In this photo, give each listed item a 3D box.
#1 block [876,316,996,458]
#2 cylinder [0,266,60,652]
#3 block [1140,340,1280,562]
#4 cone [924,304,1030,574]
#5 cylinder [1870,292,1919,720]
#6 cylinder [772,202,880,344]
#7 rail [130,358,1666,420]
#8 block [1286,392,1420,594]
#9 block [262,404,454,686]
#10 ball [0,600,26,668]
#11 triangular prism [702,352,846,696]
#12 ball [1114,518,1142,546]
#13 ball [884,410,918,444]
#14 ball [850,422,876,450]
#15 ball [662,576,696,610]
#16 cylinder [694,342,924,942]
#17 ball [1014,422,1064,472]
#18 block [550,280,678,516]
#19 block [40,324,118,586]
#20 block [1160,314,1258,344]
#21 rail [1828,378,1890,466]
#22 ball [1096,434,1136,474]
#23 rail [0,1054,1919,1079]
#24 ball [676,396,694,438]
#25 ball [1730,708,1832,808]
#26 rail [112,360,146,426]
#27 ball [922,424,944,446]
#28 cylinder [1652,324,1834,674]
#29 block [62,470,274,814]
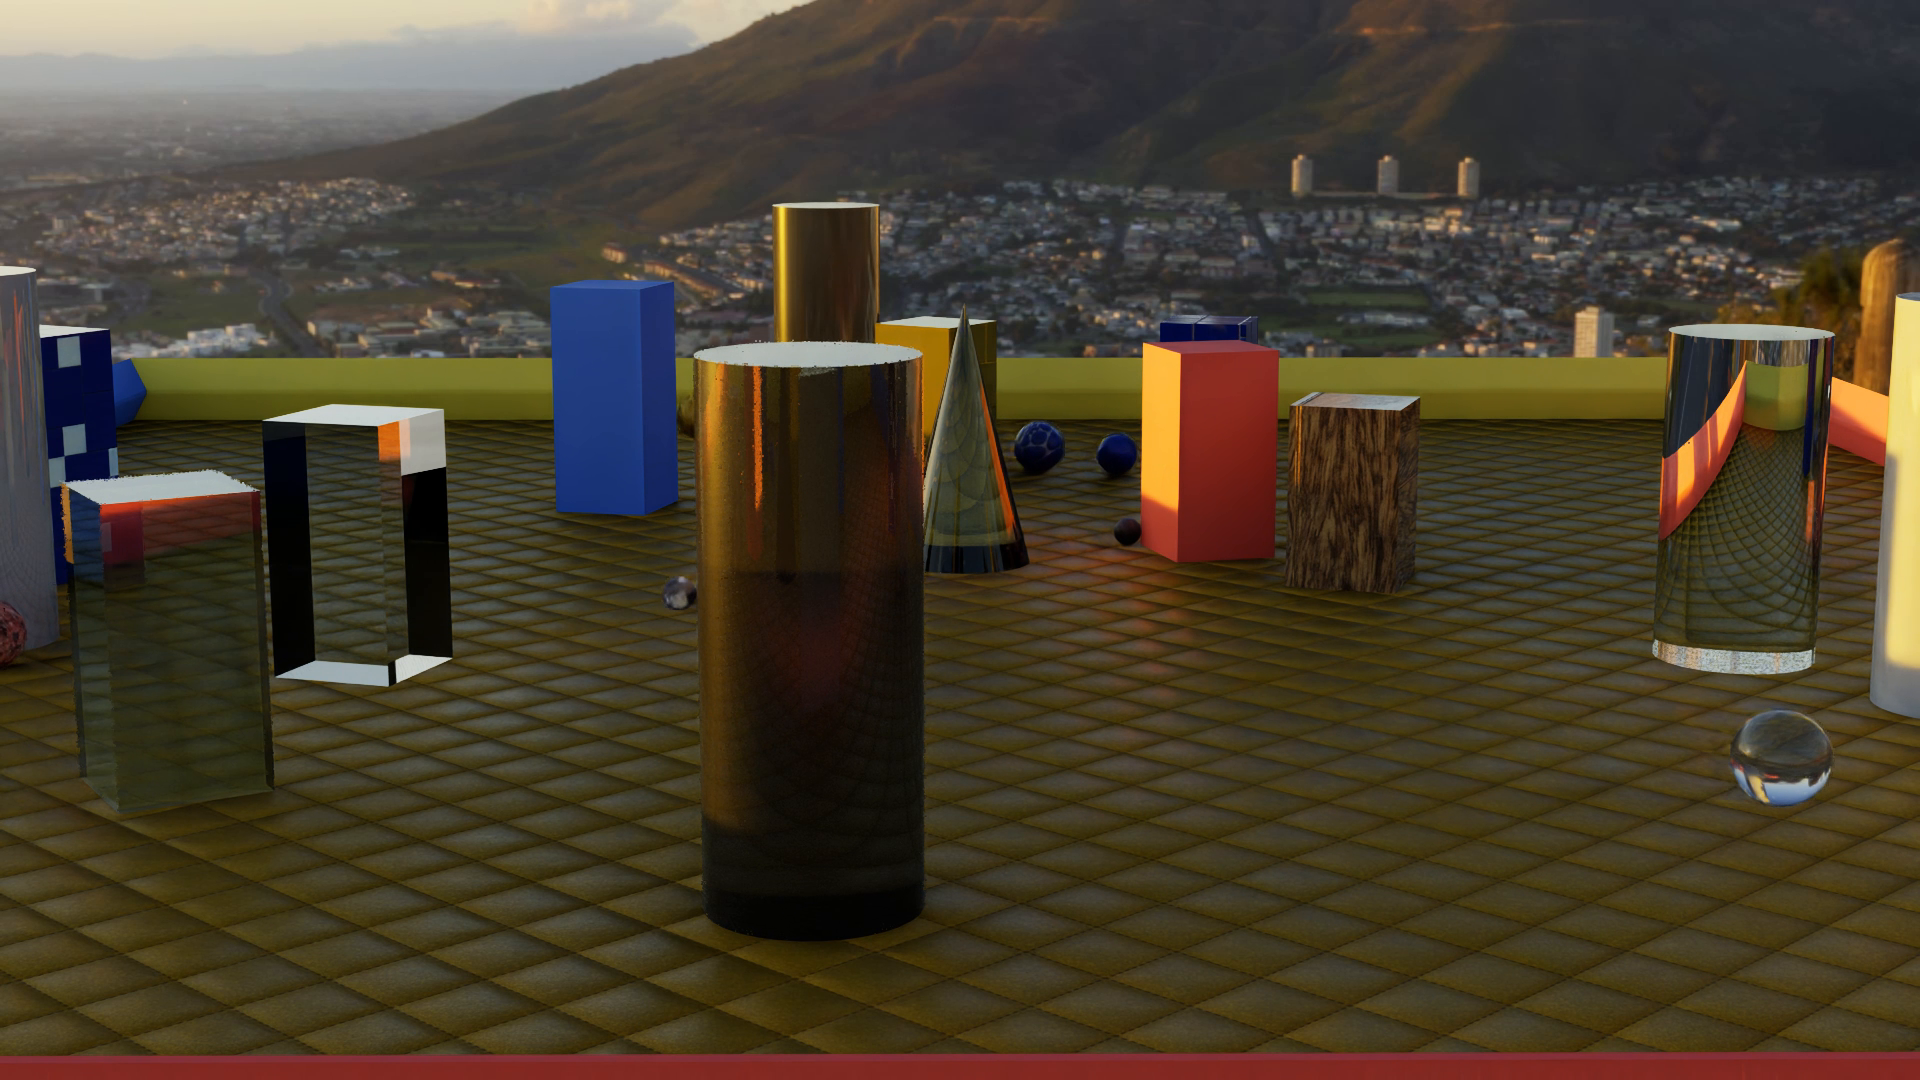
[{"bbox_3d":[-0.042,-0.249,4.562,0.155,0.276,0.155,7,12,32],"label":"block"},{"bbox_3d":[-1.253,-0.102,3.238,0.194,0.470,0.194,0,11,0],"label":"cylinder"},{"bbox_3d":[0.374,-0.136,3.859,0.155,0.310,0.155,-3,11,-16],"label":"block"},{"bbox_3d":[0.006,-0.158,3.773,0.194,0.384,0.194,0,11,0],"label":"cone"},{"bbox_3d":[1.150,-0.040,2.912,0.194,0.467,0.194,0,11,0],"label":"cylinder"},{"bbox_3d":[-0.241,-0.370,4.667,0.194,0.475,0.194,0,11,0],"label":"cylinder"},{"bbox_3d":[-0.011,-0.310,5.291,3.406,0.126,0.045,0,11,0],"label":"rail"},{"bbox_3d":[0.559,-0.070,3.644,0.155,0.257,0.155,4,11,19],"label":"block"},{"bbox_3d":[-0.727,0.003,3.107,0.155,0.311,0.155,3,11,17],"label":"block"},{"bbox_3d":[-1.181,0.115,3.116,0.088,0.088,0.088,0,11,0],"label":"ball"},{"bbox_3d":[-0.198,-0.023,3.047,0.168,0.384,0.146,2,11,13],"label":"triangular prism"},{"bbox_3d":[0.257,-0.013,3.931,0.042,0.042,0.042,0,11,0],"label":"ball"},{"bbox_3d":[-0.114,-0.219,4.965,0.069,0.069,0.069,0,11,0],"label":"ball"},{"bbox_3d":[-0.186,-0.199,4.905,0.052,0.052,0.052,0,11,0],"label":"ball"},{"bbox_3d":[-0.378,0.072,3.461,0.046,0.046,0.046,0,11,0],"label":"ball"},{"bbox_3d":[-0.128,0.081,2.208,0.194,0.485,0.194,0,11,0],"label":"cylinder"},{"bbox_3d":[0.142,-0.169,4.638,0.090,0.090,0.090,0,11,0],"label":"ball"},{"bbox_3d":[-0.570,-0.238,4.247,0.155,0.369,0.155,3,11,14],"label":"block"},{"bbox_3d":[-1.323,-0.123,3.677,0.155,0.351,0.155,5,12,27],"label":"block"},{"bbox_3d":[0.454,-0.268,4.686,0.155,0.268,0.155,3,11,14],"label":"block"},{"bbox_3d":[1.679,0.031,3.459,0.045,0.126,3.795,0,11,0],"label":"rail"},{"bbox_3d":[0.282,-0.154,4.605,0.072,0.072,0.072,0,11,0],"label":"ball"},{"bbox_3d":[0.011,0.374,1.607,3.406,0.126,0.045,0,11,0],"label":"rail"},{"bbox_3d":[-0.515,-0.240,5.038,0.084,0.084,0.084,0,11,0],"label":"ball"},{"bbox_3d":[0.814,0.216,2.544,0.097,0.097,0.097,0,11,0],"label":"ball"},{"bbox_3d":[-1.679,0.034,3.440,0.045,0.126,3.795,0,11,0],"label":"rail"},{"bbox_3d":[-0.052,-0.203,4.958,0.041,0.041,0.041,0,11,0],"label":"ball"},{"bbox_3d":[0.962,-0.054,3.158,0.194,0.405,0.194,0,11,0],"label":"cylinder"},{"bbox_3d":[-0.802,0.098,2.599,0.155,0.309,0.155,-7,12,-32],"label":"block"}]
